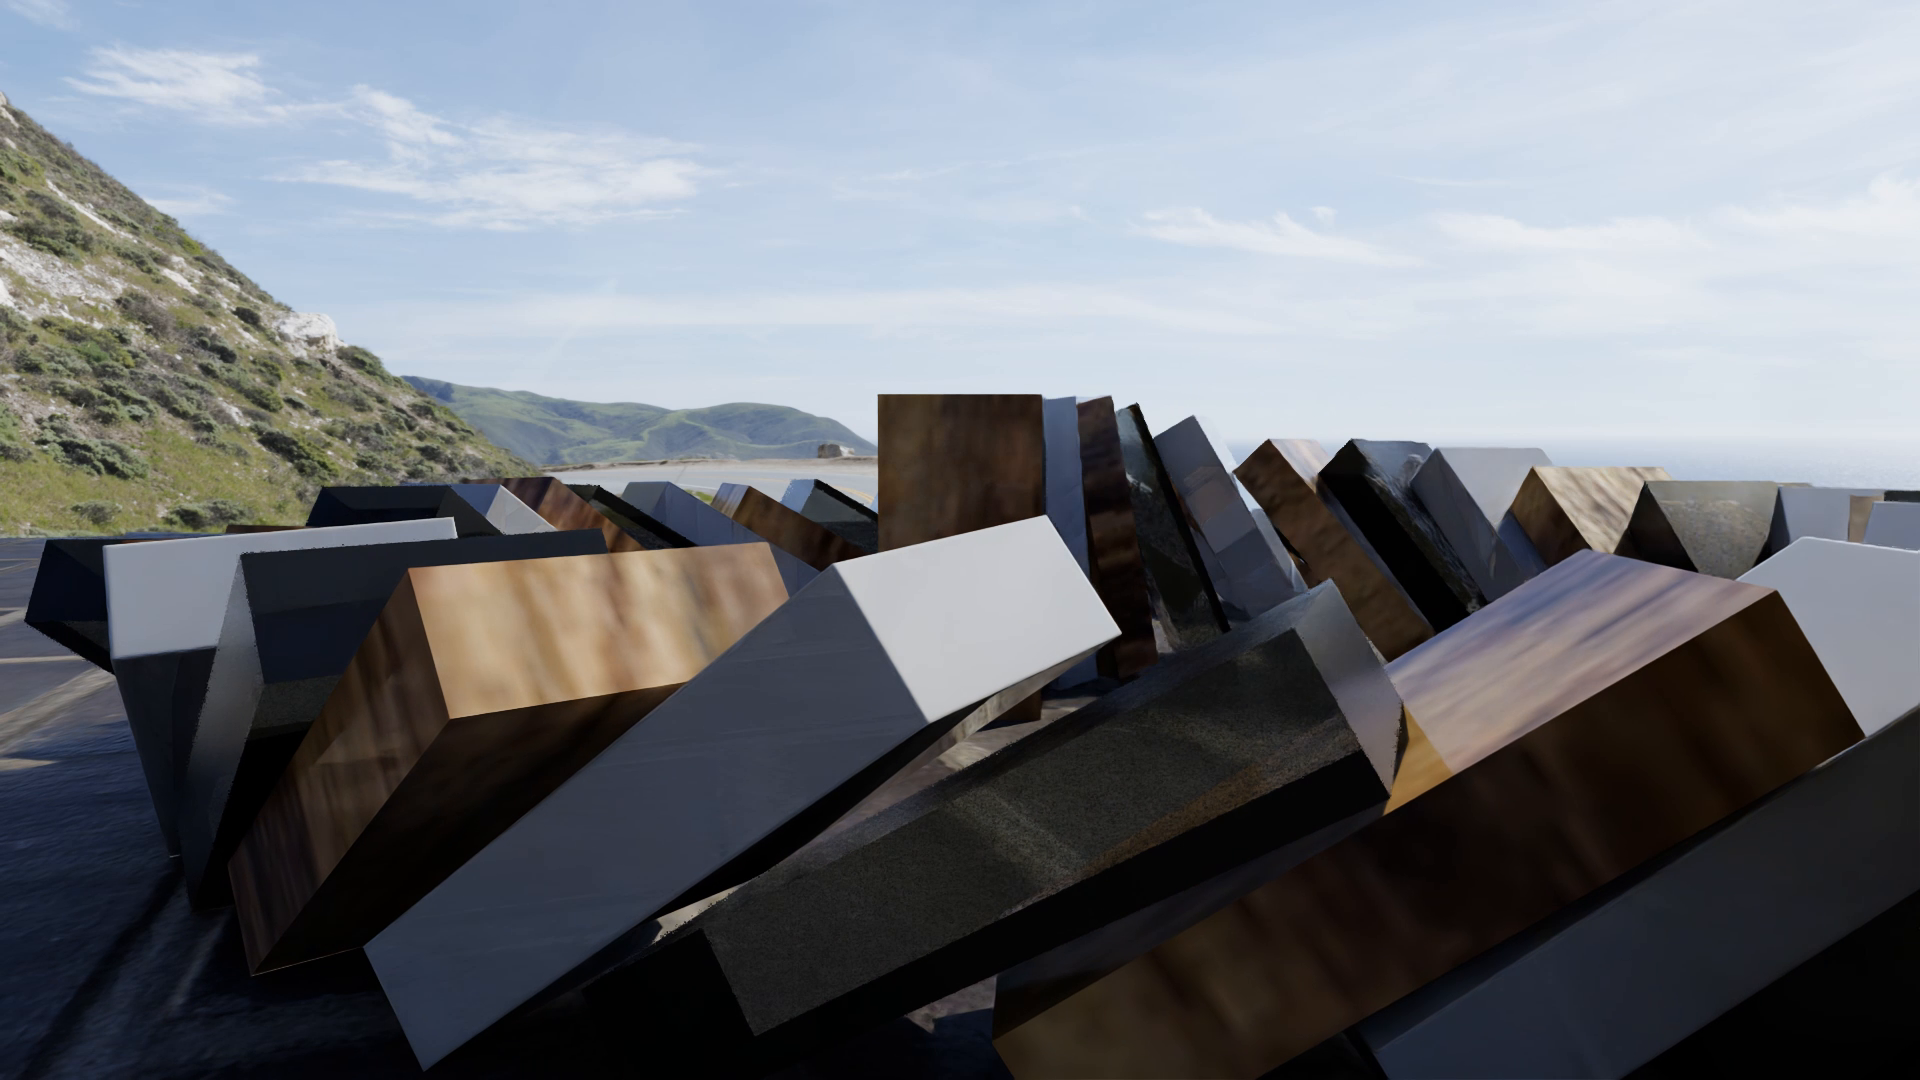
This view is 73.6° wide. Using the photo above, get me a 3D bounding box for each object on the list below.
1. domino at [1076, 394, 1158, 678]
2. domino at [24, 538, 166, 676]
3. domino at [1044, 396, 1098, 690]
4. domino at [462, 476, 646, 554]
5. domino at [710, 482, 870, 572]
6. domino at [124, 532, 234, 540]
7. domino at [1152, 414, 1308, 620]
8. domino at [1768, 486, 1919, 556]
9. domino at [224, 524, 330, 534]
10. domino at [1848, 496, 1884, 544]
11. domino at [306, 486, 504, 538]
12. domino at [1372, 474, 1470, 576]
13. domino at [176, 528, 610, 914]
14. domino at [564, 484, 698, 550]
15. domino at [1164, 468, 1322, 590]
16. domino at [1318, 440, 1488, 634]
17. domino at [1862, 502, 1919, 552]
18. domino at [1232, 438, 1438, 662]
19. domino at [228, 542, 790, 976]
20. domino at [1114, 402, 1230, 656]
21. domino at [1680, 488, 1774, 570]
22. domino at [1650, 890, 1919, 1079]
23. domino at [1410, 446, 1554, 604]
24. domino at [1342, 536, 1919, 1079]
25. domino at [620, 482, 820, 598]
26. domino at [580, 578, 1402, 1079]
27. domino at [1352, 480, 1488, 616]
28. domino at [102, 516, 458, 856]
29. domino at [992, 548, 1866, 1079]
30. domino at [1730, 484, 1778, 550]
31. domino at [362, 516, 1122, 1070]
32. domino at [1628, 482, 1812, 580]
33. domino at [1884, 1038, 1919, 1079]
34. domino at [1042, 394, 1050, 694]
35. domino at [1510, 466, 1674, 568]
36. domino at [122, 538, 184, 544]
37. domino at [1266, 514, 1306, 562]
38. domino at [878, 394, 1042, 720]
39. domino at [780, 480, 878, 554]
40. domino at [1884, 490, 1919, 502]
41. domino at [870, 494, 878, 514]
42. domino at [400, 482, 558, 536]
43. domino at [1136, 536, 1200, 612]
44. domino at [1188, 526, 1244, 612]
[{"bbox_3d":[0.021,-0.001,0.239,0.010,0.050,0.025,-17,12,-30],"label":"domino"},{"bbox_3d":[-0.088,0.014,0.161,0.025,0.009,0.050,0,-24,-5],"label":"domino"},{"bbox_3d":[0.011,0.000,0.231,0.009,0.050,0.025,-12,11,-38],"label":"domino"},{"bbox_3d":[-0.077,0.005,0.262,0.025,0.009,0.050,0,-30,30],"label":"domino"},{"bbox_3d":[-0.035,0.003,0.310,0.050,0.009,0.025,31,-9,-23],"label":"domino"},{"bbox_3d":[-0.092,0.013,0.184,0.025,0.009,0.050,0,-23,7],"label":"domino"},{"bbox_3d":[0.055,0.000,0.248,0.009,0.050,0.025,-30,-5,17],"label":"domino"},{"bbox_3d":[0.122,0.012,0.165,0.025,0.009,0.050,3,39,23],"label":"domino"},{"bbox_3d":[-0.092,0.012,0.208,0.025,0.010,0.050,1,-22,15],"label":"domino"},{"bbox_3d":[0.116,0.014,0.146,0.025,0.010,0.050,3,39,34],"label":"domino"},{"bbox_3d":[-0.088,0.008,0.227,0.025,0.009,0.050,0,-29,18],"label":"domino"},{"bbox_3d":[0.128,0.001,0.315,0.050,0.009,0.025,41,27,29],"label":"domino"},{"bbox_3d":[-0.049,0.016,0.108,0.025,0.009,0.050,-5,-26,-38],"label":"domino"},{"bbox_3d":[-0.067,0.004,0.283,0.050,0.009,0.025,36,-19,-35],"label":"domino"},{"bbox_3d":[0.074,-0.001,0.336,0.050,0.009,0.025,38,13,14],"label":"domino"},{"bbox_3d":[0.091,0.003,0.237,0.025,0.050,0.010,-2,-39,-38],"label":"domino"},{"bbox_3d":[0.095,0.016,0.117,0.025,0.009,0.050,4,41,43],"label":"domino"},{"bbox_3d":[0.075,0.003,0.243,0.010,0.050,0.025,-46,-22,28],"label":"domino"},{"bbox_3d":[-0.035,0.018,0.097,0.025,0.009,0.050,-5,-27,-44],"label":"domino"},{"bbox_3d":[0.038,-0.001,0.248,0.009,0.050,0.025,-23,3,2],"label":"domino"},{"bbox_3d":[0.177,0.006,0.275,0.025,0.010,0.050,-2,34,-25],"label":"domino"},{"bbox_3d":[0.065,0.018,0.090,0.050,0.009,0.025,-33,8,-4],"label":"domino"},{"bbox_3d":[0.103,0.005,0.224,0.025,0.010,0.050,-2,49,-22],"label":"domino"},{"bbox_3d":[0.046,0.018,0.086,0.050,0.010,0.025,-33,7,0],"label":"domino"},{"bbox_3d":[-0.053,0.003,0.297,0.050,0.010,0.025,33,-16,-30],"label":"domino"},{"bbox_3d":[0.003,0.020,0.084,0.050,0.009,0.025,-31,-7,20],"label":"domino"},{"bbox_3d":[0.111,0.001,0.323,0.050,0.010,0.025,38,22,23],"label":"domino"},{"bbox_3d":[-0.062,0.015,0.121,0.025,0.009,0.050,-6,-26,-30],"label":"domino"},{"bbox_3d":[0.026,0.019,0.084,0.050,0.010,0.025,-32,2,6],"label":"domino"},{"bbox_3d":[0.186,0.006,0.259,0.025,0.010,0.050,0,33,-22],"label":"domino"},{"bbox_3d":[-0.015,0.017,0.087,0.050,0.010,0.025,-38,-12,28],"label":"domino"},{"bbox_3d":[0.119,0.010,0.186,0.025,0.010,0.050,0,39,4],"label":"domino"},{"bbox_3d":[0.081,0.018,0.094,0.050,0.009,0.025,-33,8,-4],"label":"domino"},{"bbox_3d":[0.001,0.001,0.217,0.025,0.050,0.009,1,9,17],"label":"domino"},{"bbox_3d":[0.113,0.008,0.206,0.025,0.009,0.050,-1,43,-11],"label":"domino"},{"bbox_3d":[-0.073,0.015,0.140,0.025,0.009,0.050,-3,-26,-28],"label":"domino"},{"bbox_3d":[0.092,-0.001,0.332,0.050,0.009,0.025,40,19,21],"label":"domino"},{"bbox_3d":[0.000,0.002,0.201,0.025,0.050,0.010,0,4,0],"label":"domino"},{"bbox_3d":[-0.020,0.001,0.319,0.050,0.009,0.025,30,-9,-20],"label":"domino"},{"bbox_3d":[0.107,0.014,0.131,0.025,0.009,0.050,5,42,39],"label":"domino"},{"bbox_3d":[0.002,0.002,0.328,0.050,0.010,0.025,29,-2,-13],"label":"domino"},{"bbox_3d":[-0.083,0.006,0.246,0.025,0.009,0.050,2,-29,27],"label":"domino"},{"bbox_3d":[0.039,-0.001,0.338,0.050,0.009,0.025,36,6,1],"label":"domino"},{"bbox_3d":[0.057,-0.001,0.339,0.050,0.009,0.025,37,11,8],"label":"domino"}]
